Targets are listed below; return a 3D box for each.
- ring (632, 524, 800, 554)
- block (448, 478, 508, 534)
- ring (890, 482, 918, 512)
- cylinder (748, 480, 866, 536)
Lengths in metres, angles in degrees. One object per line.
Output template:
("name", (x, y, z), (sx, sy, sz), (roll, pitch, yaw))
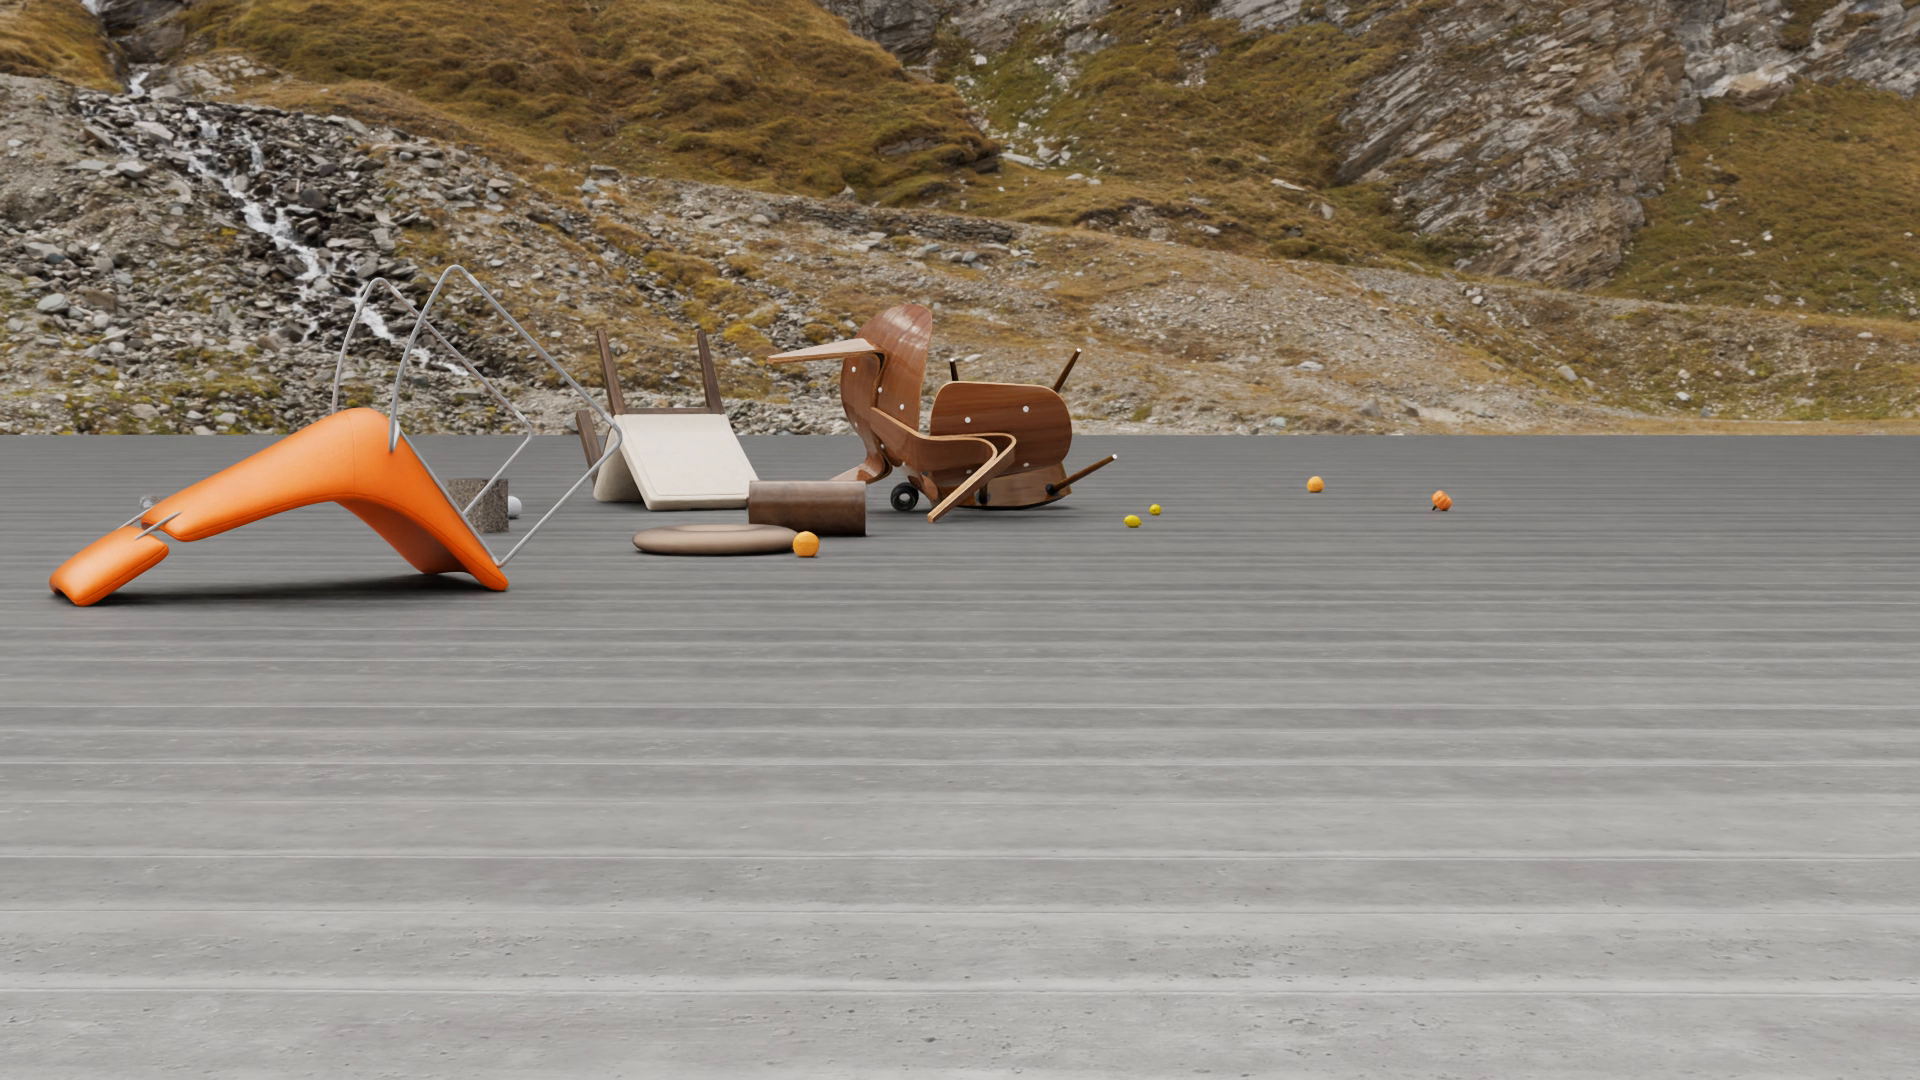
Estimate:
("ring", (-0.676, -0.002, 6.108), (0.466, 0.066, 0.436), (-1, 4, -5))
("block", (-1.520, -0.110, 6.935), (0.168, 0.166, 0.101), (3, 5, 38))
("ring", (-0.204, -0.158, 8.091), (0.102, 0.111, 0.082), (42, 15, -12))
("cylinder", (-0.465, -0.096, 6.719), (0.352, 0.170, 0.167), (0, -37, -3))
